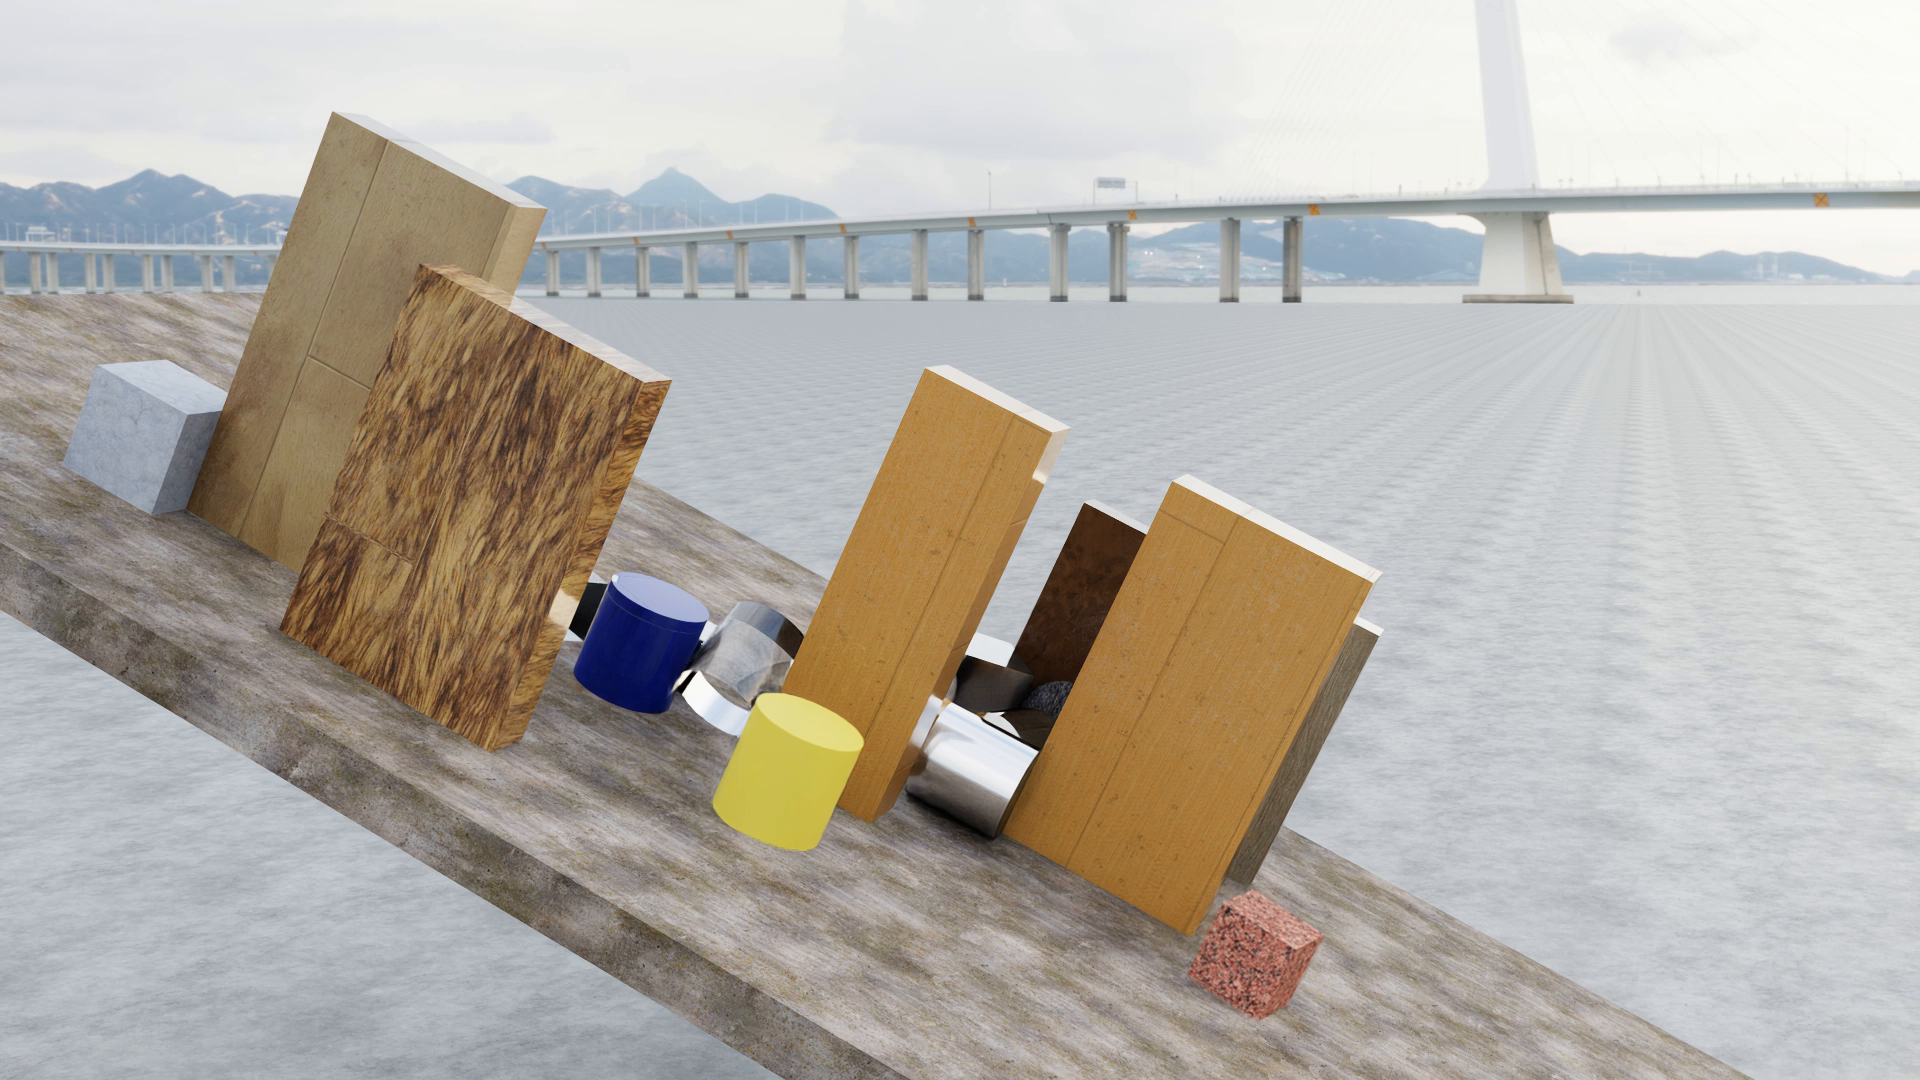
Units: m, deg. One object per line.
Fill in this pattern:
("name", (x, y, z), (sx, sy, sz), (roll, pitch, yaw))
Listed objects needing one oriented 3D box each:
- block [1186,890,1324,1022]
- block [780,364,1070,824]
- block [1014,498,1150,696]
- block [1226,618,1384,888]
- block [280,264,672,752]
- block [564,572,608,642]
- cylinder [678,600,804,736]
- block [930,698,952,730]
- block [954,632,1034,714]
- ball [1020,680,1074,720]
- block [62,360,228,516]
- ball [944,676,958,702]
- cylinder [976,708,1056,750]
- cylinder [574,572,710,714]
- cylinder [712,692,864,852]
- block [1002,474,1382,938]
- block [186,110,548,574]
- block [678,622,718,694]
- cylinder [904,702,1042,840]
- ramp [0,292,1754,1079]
("block", (0.525, 0.736, 3.902), (0.150, 0.150, 0.150), (31, 15, 24))
("block", (-0.091, 0.097, 3.902), (0.251, 0.777, 0.127), (28, 14, 12))
("block", (0.324, 0.229, 4.681), (0.365, 0.520, 0.082), (28, 14, 12))
("block", (0.540, 0.350, 4.460), (0.405, 0.585, 0.081), (28, 14, 12))
("block", (-0.781, -0.052, 3.518), (0.422, 0.655, 0.101), (28, 14, 12))
("block", (-0.762, 0.103, 4.105), (0.124, 0.124, 0.124), (34, 16, 35))
("cylinder", (-0.389, 0.235, 3.991), (0.176, 0.176, 0.176), (5, 47, 39))
("block", (-0.044, 0.382, 4.342), (0.105, 0.105, 0.105), (32, 15, 28))
("block", (0.024, 0.302, 4.629), (0.170, 0.170, 0.170), (19, 15, -23))
("ball", (0.210, 0.388, 4.593), (0.187, 0.187, 0.187), (0, 7, 0))
("block", (-1.418, -0.185, 3.894), (0.194, 0.194, 0.194), (27, 14, 11))
("ball", (-0.091, 0.291, 4.465), (0.172, 0.172, 0.172), (0, 7, 0))
("cylinder", (0.093, 0.418, 4.302), (0.173, 0.173, 0.173), (4, 1, 31))
("cylinder", (-0.577, 0.185, 3.979), (0.188, 0.188, 0.188), (23, 14, -6))
("cylinder", (-0.289, 0.389, 3.697), (0.194, 0.194, 0.194), (23, 14, -6))
("block", (0.426, 0.306, 4.082), (0.402, 0.746, 0.141), (28, 14, 12))
("block", (-1.037, -0.309, 3.819), (0.384, 0.760, 0.104), (28, 14, 12))
("block", (-0.492, 0.225, 4.143), (0.112, 0.112, 0.112), (28, 14, 15))
("cylinder", (0.026, 0.431, 4.104), (0.189, 0.189, 0.189), (27, 13, 10))
("ramp", (-0.261, 0.444, 4.169), (4.000, 0.100, 2.000), (28, 14, 12))
